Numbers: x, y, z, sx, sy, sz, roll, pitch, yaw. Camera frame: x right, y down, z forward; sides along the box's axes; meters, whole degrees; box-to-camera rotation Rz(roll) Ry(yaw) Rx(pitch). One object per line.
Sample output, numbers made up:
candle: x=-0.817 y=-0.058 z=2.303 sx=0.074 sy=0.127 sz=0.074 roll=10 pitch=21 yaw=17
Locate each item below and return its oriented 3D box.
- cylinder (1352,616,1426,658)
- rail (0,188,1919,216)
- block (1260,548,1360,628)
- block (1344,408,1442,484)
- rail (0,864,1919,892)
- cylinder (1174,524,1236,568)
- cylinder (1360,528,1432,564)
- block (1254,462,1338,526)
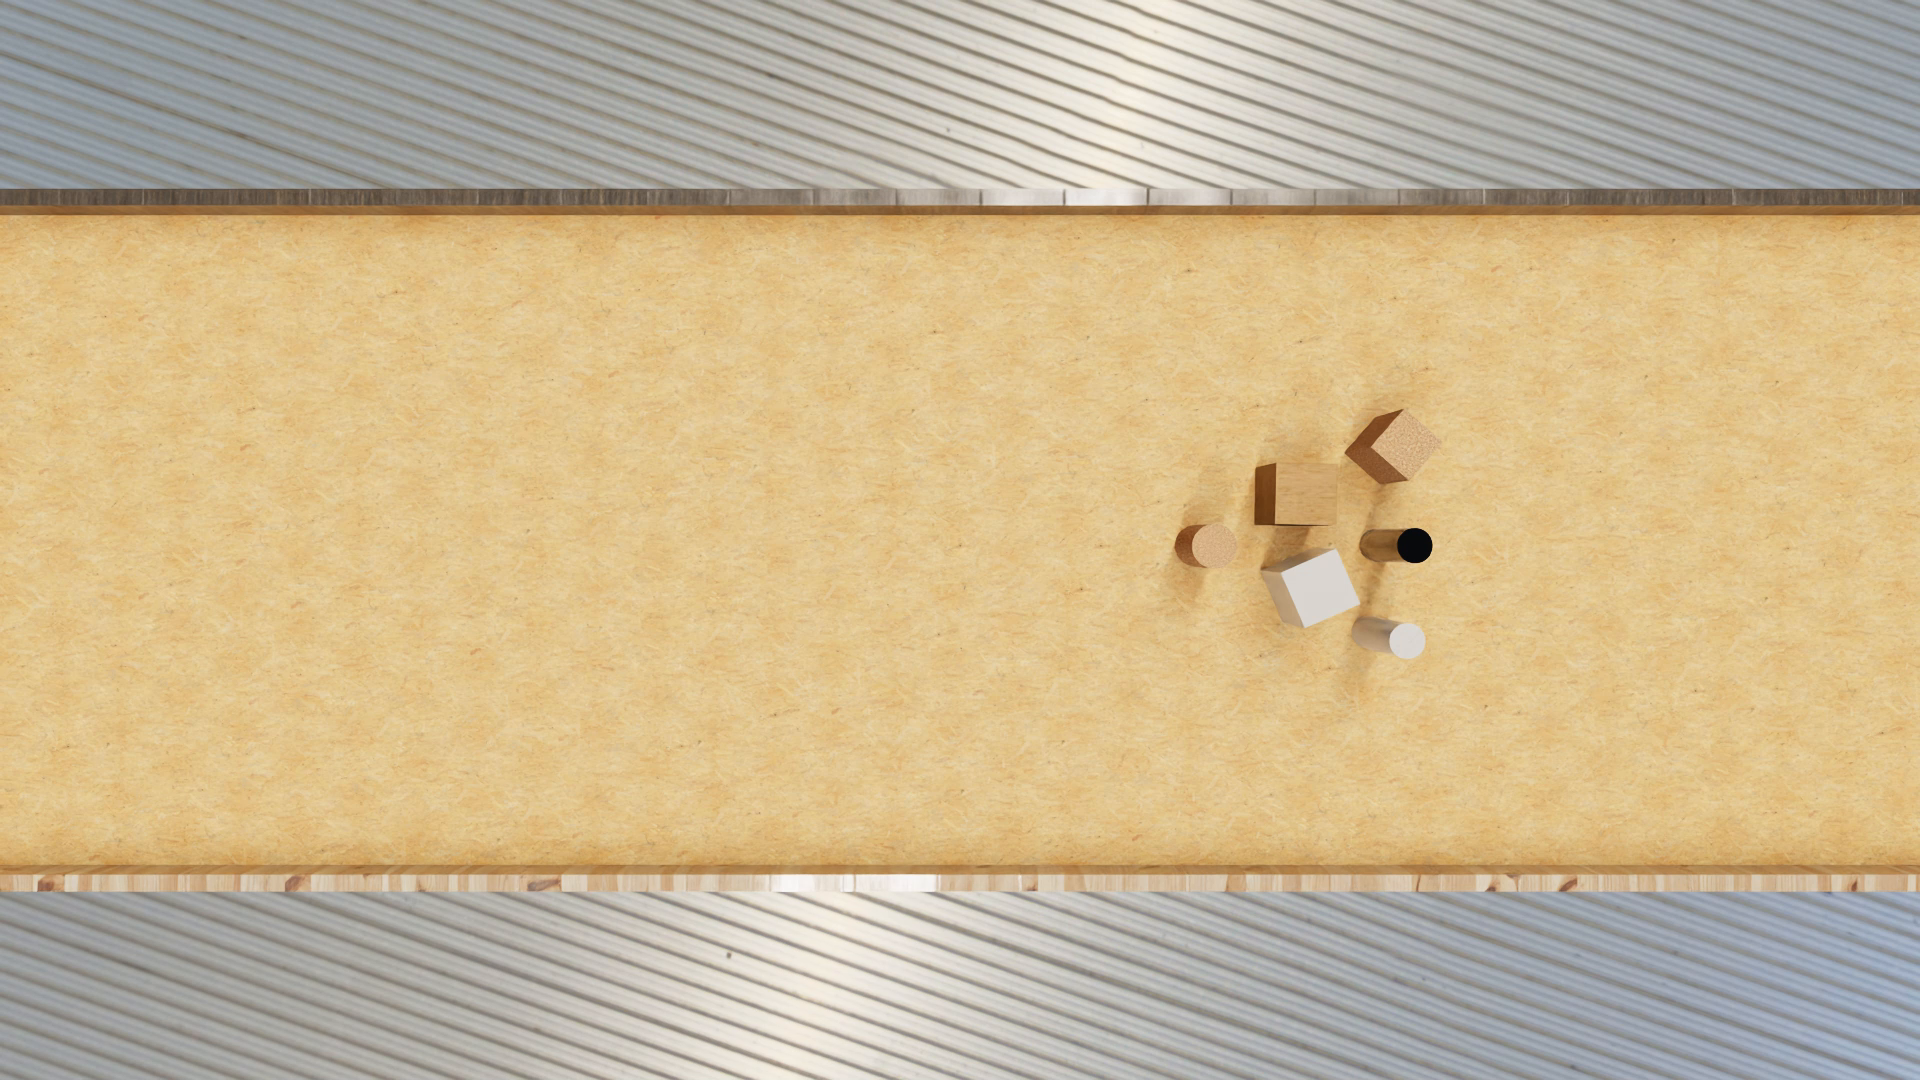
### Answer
cylinder: x=1.255 y=0.283 z=4.851 sx=0.101 sy=0.451 sz=0.101 roll=0 pitch=90 yaw=0
rail: x=-2.247 y=-1.025 z=5.002 sx=12.000 sy=0.150 sz=0.050 roll=0 pitch=90 yaw=0
block: x=1.038 y=0.139 z=4.912 sx=0.174 sy=0.329 sz=0.174 roll=-24 pitch=90 yaw=0
block: x=1.286 y=-0.275 z=4.910 sx=0.147 sy=0.332 sz=0.147 roll=41 pitch=90 yaw=0
rail: x=-2.247 y=1.025 z=5.001 sx=12.000 sy=0.150 sz=0.050 roll=0 pitch=90 yaw=0
cylinder: x=0.725 y=0.018 z=4.887 sx=0.128 sy=0.379 sz=0.128 roll=0 pitch=90 yaw=0
cylinder: x=1.279 y=0.016 z=4.857 sx=0.101 sy=0.439 sz=0.101 roll=0 pitch=90 yaw=0
block: x=0.996 y=-0.132 z=4.909 sx=0.177 sy=0.336 sz=0.177 roll=1 pitch=90 yaw=0
